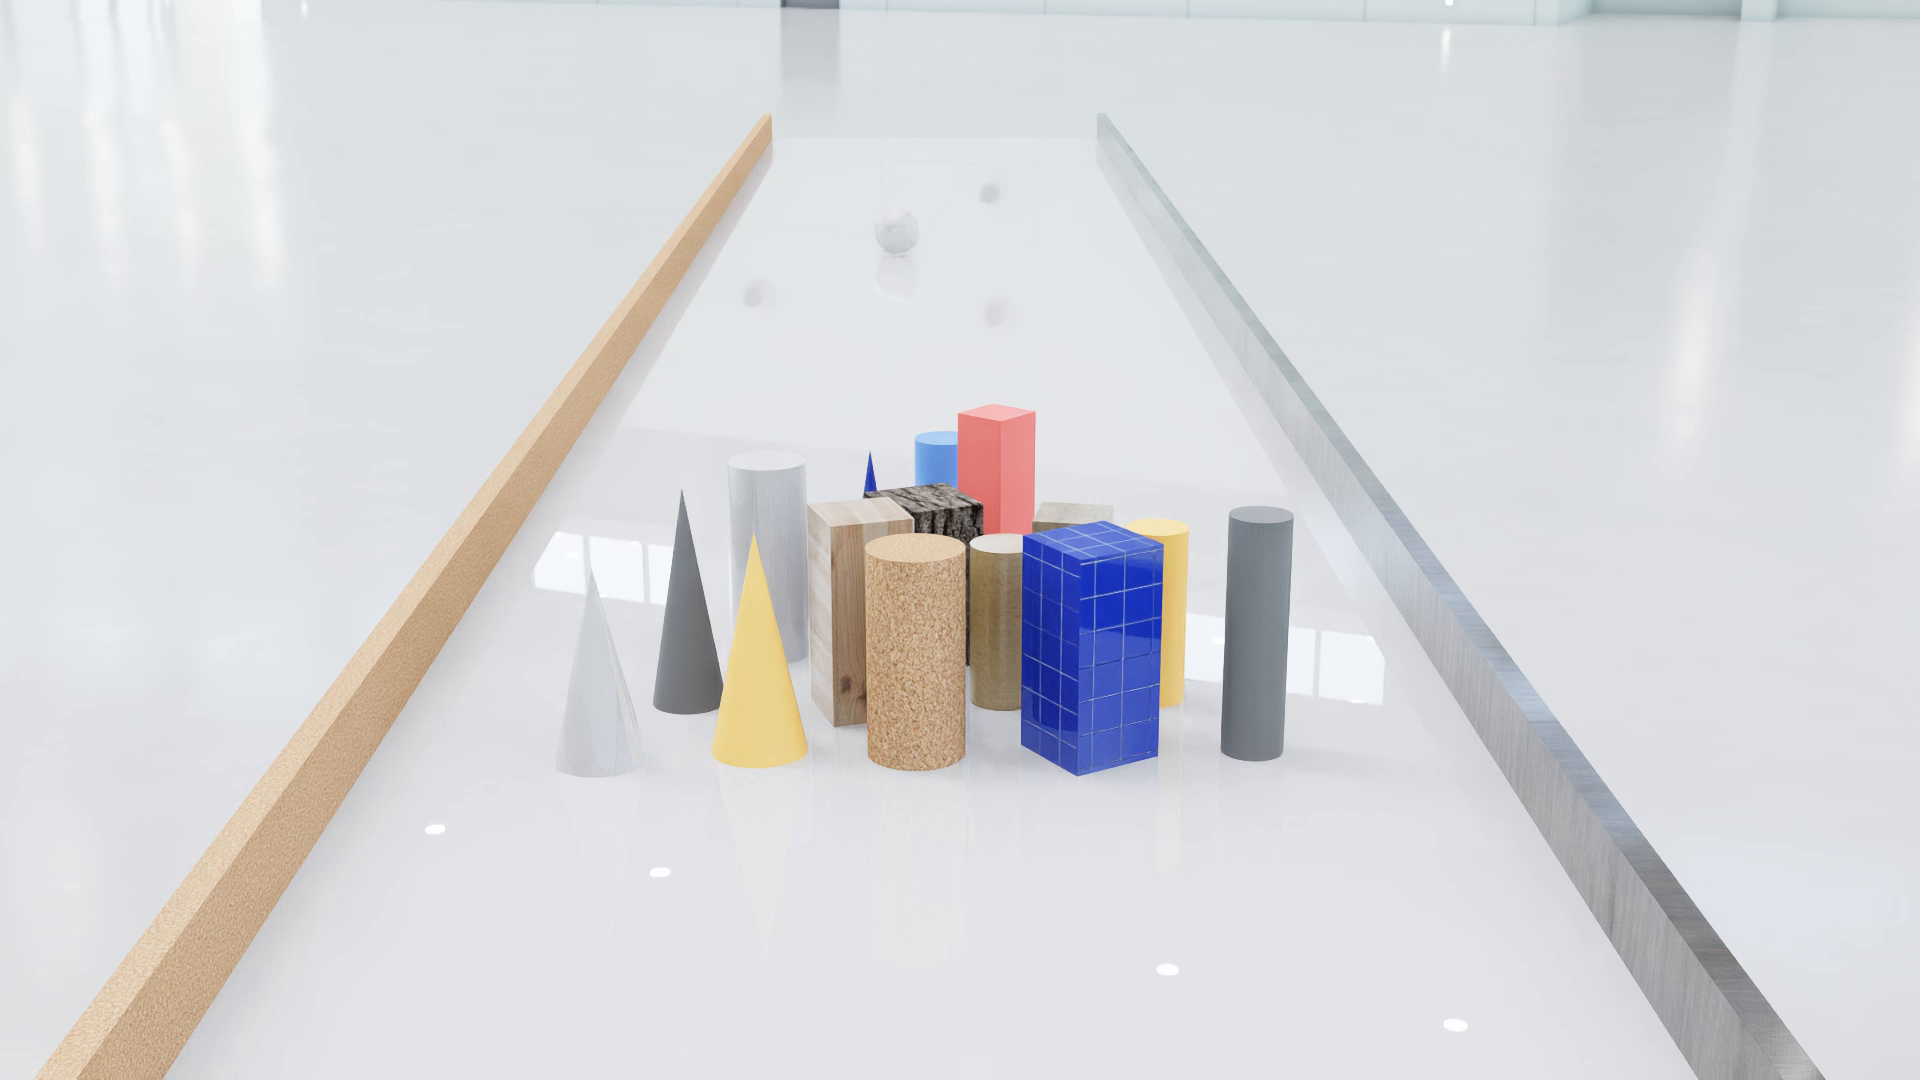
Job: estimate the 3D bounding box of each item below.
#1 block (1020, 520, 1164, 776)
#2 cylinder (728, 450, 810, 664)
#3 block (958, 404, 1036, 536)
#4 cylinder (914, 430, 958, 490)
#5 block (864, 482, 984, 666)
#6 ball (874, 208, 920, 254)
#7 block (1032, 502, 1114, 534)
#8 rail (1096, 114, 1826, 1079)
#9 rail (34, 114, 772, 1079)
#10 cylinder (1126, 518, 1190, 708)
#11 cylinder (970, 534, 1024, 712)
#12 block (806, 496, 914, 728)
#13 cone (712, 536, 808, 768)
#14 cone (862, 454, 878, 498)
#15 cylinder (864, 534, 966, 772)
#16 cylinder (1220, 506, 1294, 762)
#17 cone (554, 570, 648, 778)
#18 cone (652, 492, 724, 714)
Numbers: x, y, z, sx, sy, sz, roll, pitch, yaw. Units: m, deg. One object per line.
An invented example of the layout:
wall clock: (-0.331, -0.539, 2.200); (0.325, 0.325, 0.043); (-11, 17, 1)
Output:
block: (0.232, 0.189, 3.898); (0.177, 0.395, 0.177); (-10, 19, -31)
cylinder: (-0.382, 0.035, 4.404); (0.156, 0.401, 0.156); (0, 17, 0)
block: (0.076, -0.055, 4.639); (0.116, 0.440, 0.116); (13, 21, 38)
cylinder: (-0.035, -0.070, 4.893); (0.130, 0.324, 0.130); (0, 17, 0)
block: (-0.073, 0.076, 4.389); (0.180, 0.331, 0.180); (-8, 18, -24)
ball: (-0.264, -1.298, 9.244); (0.198, 0.198, 0.198); (0, 17, 0)
block: (0.224, 0.092, 4.385); (0.144, 0.303, 0.144); (3, 17, 10)
rail: (0.932, -0.844, 7.801); (0.050, 0.150, 12.000); (0, 17, -1)
rail: (-1.118, -0.838, 7.780); (0.050, 0.150, 12.000); (0, 17, -1)
cylinder: (0.370, 0.138, 4.166); (0.117, 0.340, 0.117); (0, 17, 0)
cylinder: (0.084, 0.155, 4.161); (0.131, 0.311, 0.131); (0, 17, 0)
block: (-0.184, 0.132, 4.105); (0.159, 0.386, 0.159); (-6, 17, -18)
cone: (-0.360, 0.181, 3.900); (0.175, 0.409, 0.175); (0, 17, 0)
cone: (-0.187, -0.013, 4.621); (0.116, 0.370, 0.116); (0, 17, 0)
cylinder: (-0.078, 0.197, 3.891); (0.176, 0.384, 0.176); (0, 17, 0)
cylinder: (0.525, 0.166, 3.895); (0.113, 0.440, 0.113); (0, 17, 0)
cone: (-0.639, 0.219, 3.862); (0.167, 0.358, 0.167); (0, 17, 0)
cone: (-0.515, 0.105, 4.132); (0.141, 0.423, 0.141); (0, 17, 0)
